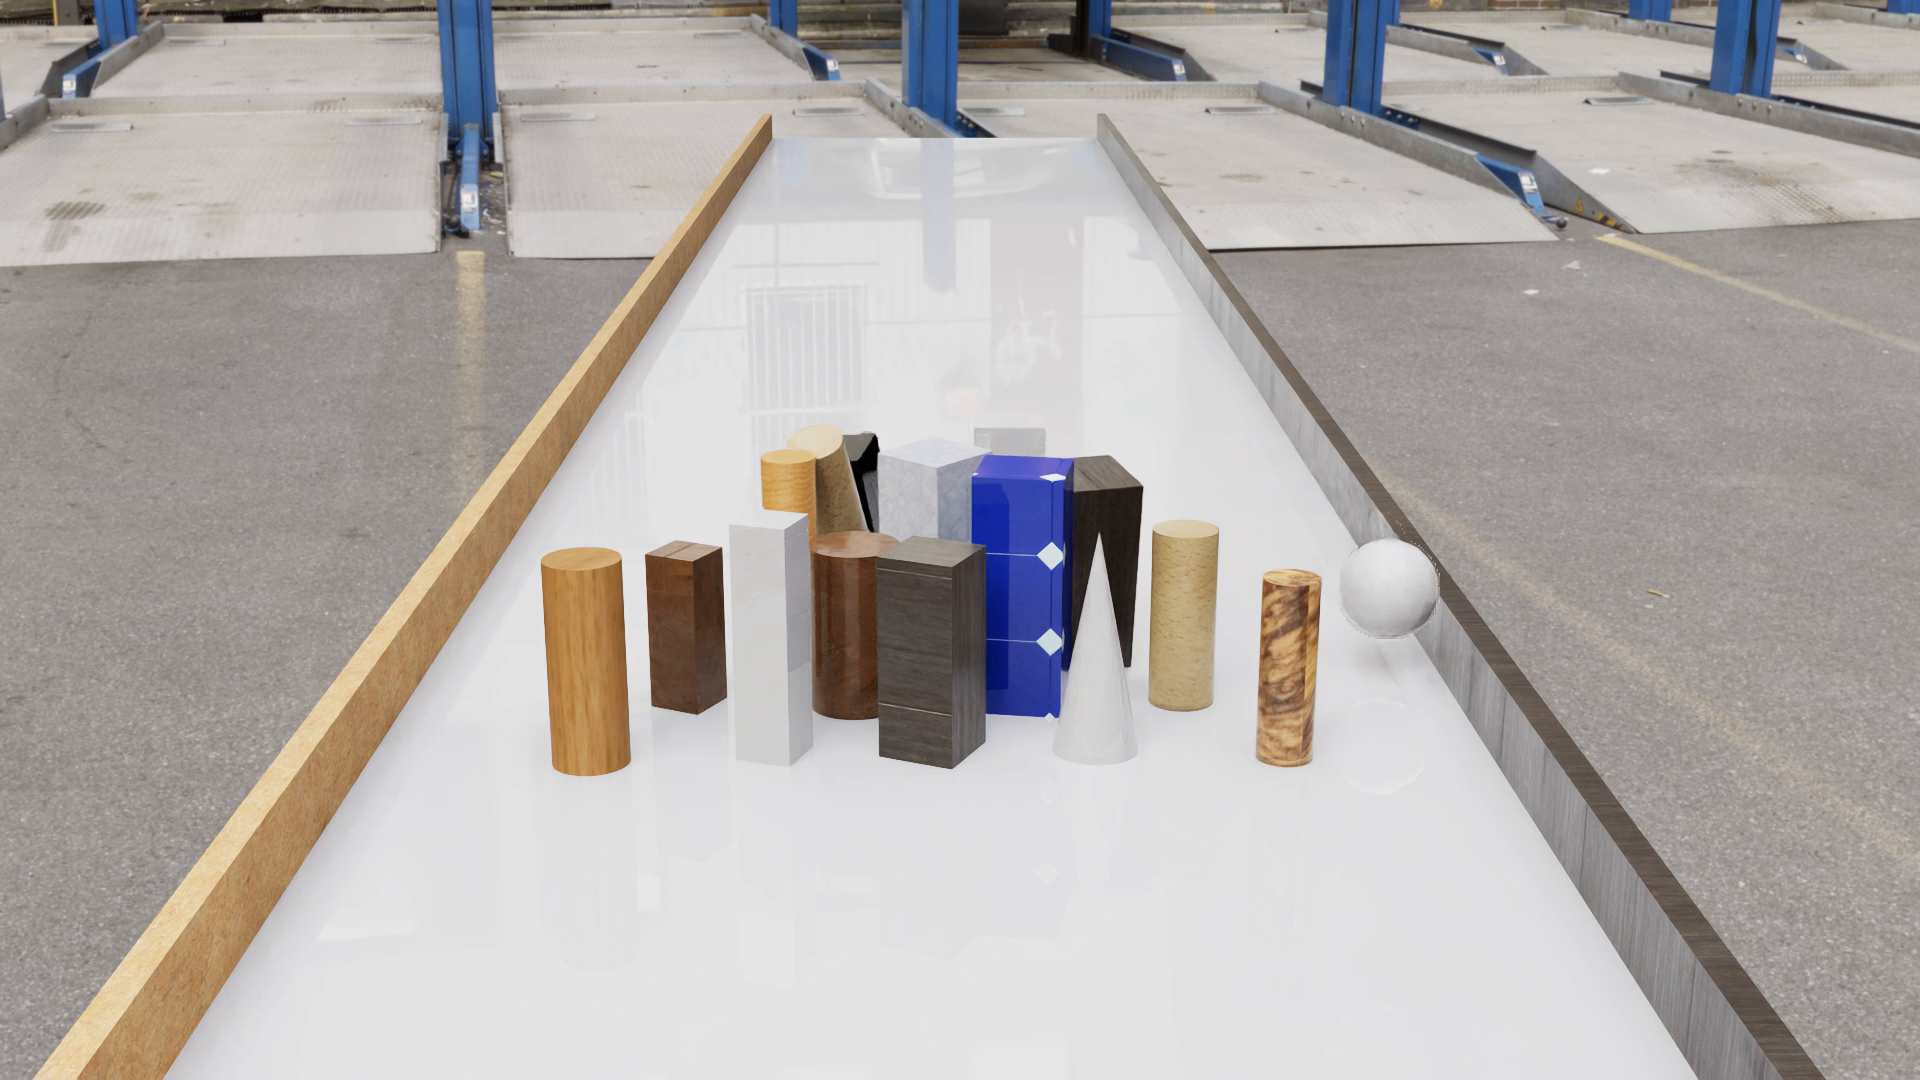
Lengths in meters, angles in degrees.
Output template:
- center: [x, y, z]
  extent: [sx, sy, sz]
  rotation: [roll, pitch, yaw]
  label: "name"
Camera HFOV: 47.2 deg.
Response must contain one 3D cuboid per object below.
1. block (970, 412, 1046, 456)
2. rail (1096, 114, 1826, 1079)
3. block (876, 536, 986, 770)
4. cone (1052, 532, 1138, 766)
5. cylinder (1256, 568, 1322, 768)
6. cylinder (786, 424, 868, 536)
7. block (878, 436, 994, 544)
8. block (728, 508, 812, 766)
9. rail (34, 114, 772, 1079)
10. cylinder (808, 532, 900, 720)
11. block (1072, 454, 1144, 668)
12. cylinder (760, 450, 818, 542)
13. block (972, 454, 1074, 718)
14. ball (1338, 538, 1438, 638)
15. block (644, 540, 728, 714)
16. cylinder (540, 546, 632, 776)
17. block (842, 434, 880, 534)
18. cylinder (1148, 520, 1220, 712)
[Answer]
- center: [0.091, -0.024, 4.502]
  extent: [0.144, 0.455, 0.144]
  rotation: [0, 16, -3]
  label: "block"
- center: [0.932, -0.844, 7.801]
  extent: [0.050, 0.150, 12.000]
  rotation: [0, 17, -1]
  label: "rail"
- center: [-0.049, 0.198, 3.907]
  extent: [0.144, 0.373, 0.144]
  rotation: [8, 18, 24]
  label: "block"
- center: [0.244, 0.180, 3.902]
  extent: [0.156, 0.410, 0.156]
  rotation: [0, 17, 0]
  label: "cone"
- center: [0.578, 0.226, 3.878]
  extent: [0.102, 0.335, 0.102]
  rotation: [0, 17, 0]
  label: "cylinder"
- center: [-0.250, -0.026, 4.519]
  extent: [0.117, 0.446, 0.117]
  rotation: [-8, 39, 7]
  label: "cylinder"
- center: [-0.044, 0.030, 4.373]
  extent: [0.162, 0.425, 0.162]
  rotation: [15, 24, 41]
  label: "block"
- center: [-0.332, 0.173, 3.881]
  extent: [0.104, 0.436, 0.104]
  rotation: [6, 18, 19]
  label: "block"
- center: [-1.118, -0.838, 7.780]
  extent: [0.050, 0.150, 12.000]
  rotation: [0, 17, -1]
  label: "rail"
- center: [-0.198, 0.160, 4.135]
  extent: [0.173, 0.317, 0.173]
  rotation: [0, 17, 0]
  label: "cylinder"
- center: [0.235, 0.049, 4.352]
  extent: [0.178, 0.387, 0.178]
  rotation: [-5, 24, -17]
  label: "block"
- center: [-0.334, 0.038, 4.353]
  extent: [0.107, 0.423, 0.107]
  rotation: [0, 18, 0]
  label: "cylinder"
- center: [0.118, 0.086, 4.134]
  extent: [0.169, 0.459, 0.169]
  rotation: [3, 17, 9]
  label: "block"
- center: [0.842, 0.095, 4.324]
  extent: [0.194, 0.194, 0.194]
  rotation: [0, 17, 0]
  label: "ball"
- center: [-0.515, 0.164, 4.147]
  extent: [0.104, 0.301, 0.104]
  rotation: [8, 18, 25]
  label: "block"
- center: [-0.654, 0.212, 3.852]
  extent: [0.139, 0.377, 0.139]
  rotation: [0, 17, 0]
  label: "cylinder"
- center: [-0.222, -0.042, 4.702]
  extent: [0.124, 0.349, 0.124]
  rotation: [-1, 29, 18]
  label: "block"
- center: [0.421, 0.142, 4.149]
  extent: [0.125, 0.341, 0.125]
  rotation: [0, 17, 0]
  label: "cylinder"
